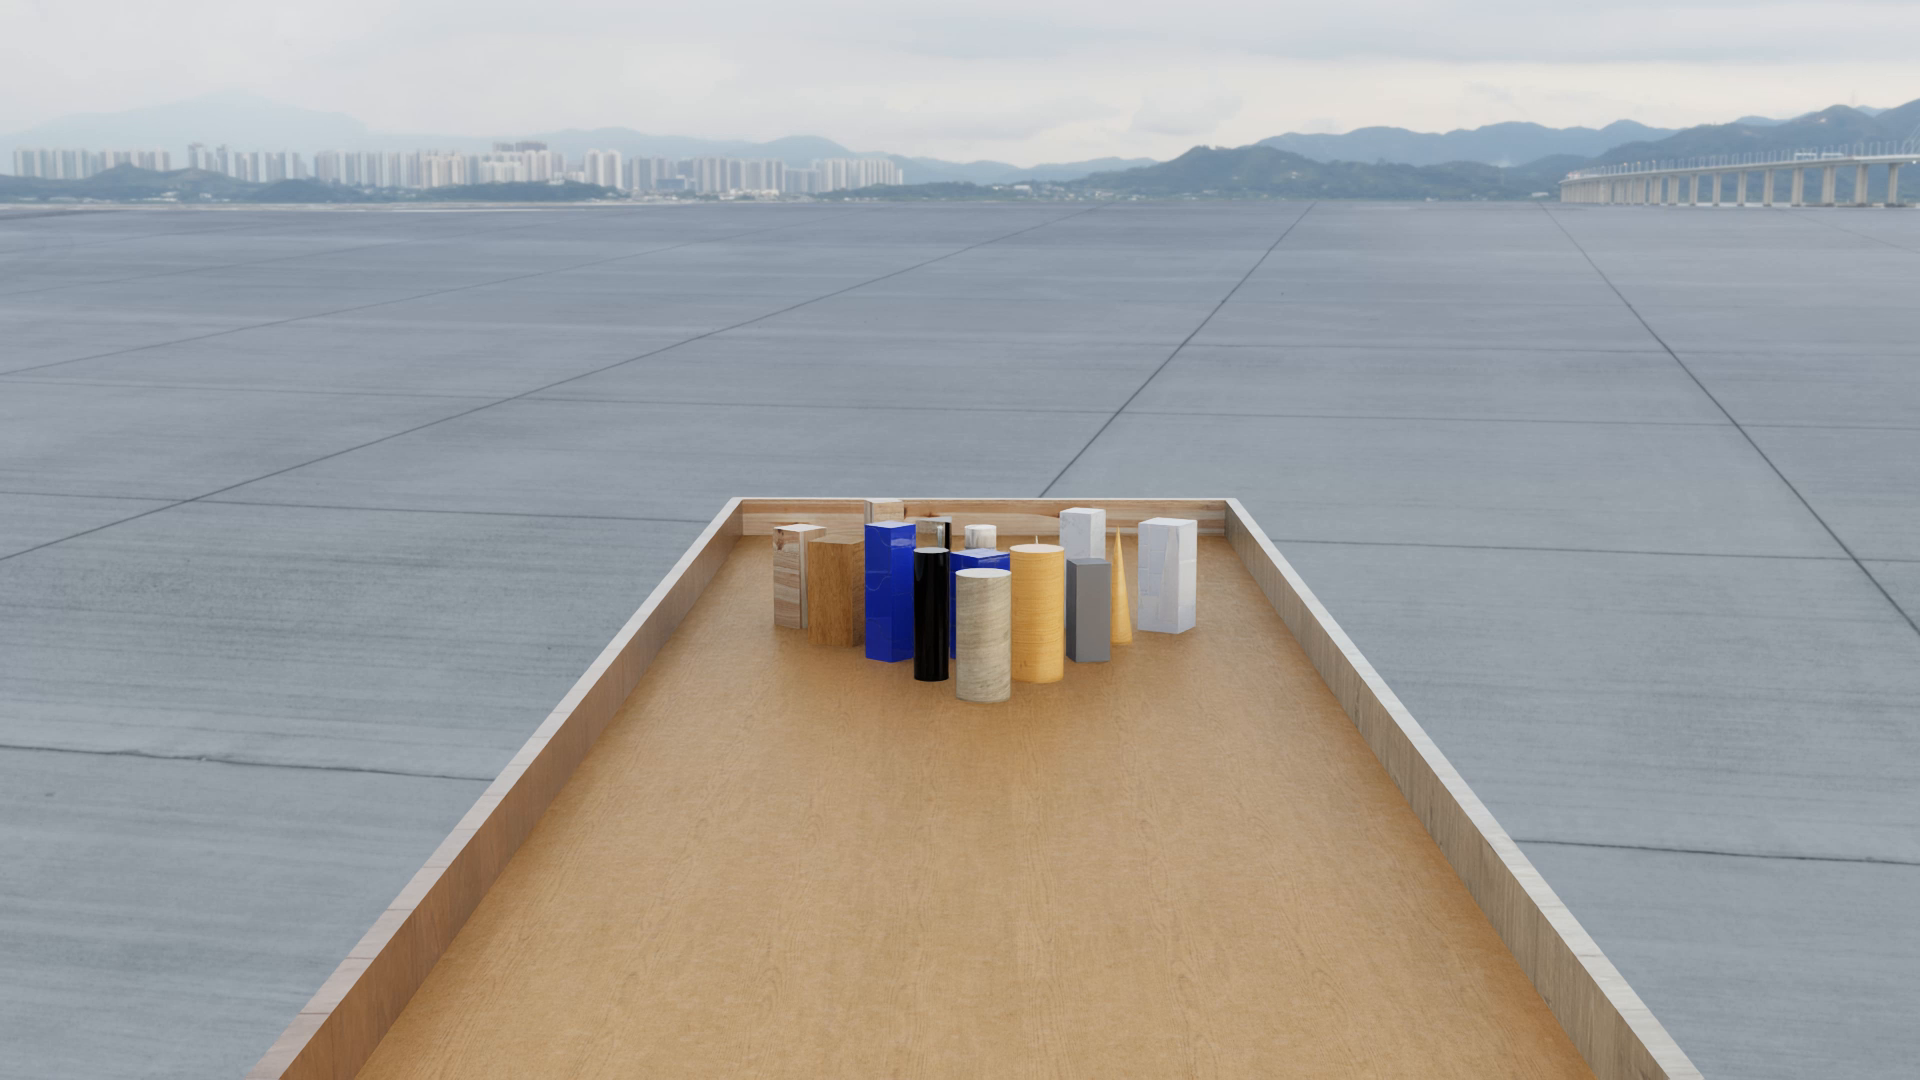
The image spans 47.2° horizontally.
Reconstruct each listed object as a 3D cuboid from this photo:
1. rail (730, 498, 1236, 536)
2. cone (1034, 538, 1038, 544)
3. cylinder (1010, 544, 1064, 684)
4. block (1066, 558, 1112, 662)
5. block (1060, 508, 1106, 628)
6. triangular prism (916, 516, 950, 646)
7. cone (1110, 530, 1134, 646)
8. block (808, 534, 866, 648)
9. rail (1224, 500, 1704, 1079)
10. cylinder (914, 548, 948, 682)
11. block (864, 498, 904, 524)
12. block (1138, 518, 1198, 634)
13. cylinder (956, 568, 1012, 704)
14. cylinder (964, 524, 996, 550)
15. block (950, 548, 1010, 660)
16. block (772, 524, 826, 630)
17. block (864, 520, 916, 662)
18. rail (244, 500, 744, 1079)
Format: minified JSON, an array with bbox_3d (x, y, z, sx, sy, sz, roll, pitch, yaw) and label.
[{"bbox_3d":[0.099,-0.098,9.147,2.100,0.150,0.050,0,9,1],"label":"rail"},{"bbox_3d":[0.241,0.152,6.951,0.135,0.344,0.135,0,9,0],"label":"cone"},{"bbox_3d":[0.225,0.214,6.432,0.160,0.384,0.160,0,9,0],"label":"cylinder"},{"bbox_3d":[0.391,0.213,6.702,0.108,0.301,0.108,-2,9,-14],"label":"block"},{"bbox_3d":[0.400,0.093,7.201,0.112,0.382,0.112,5,10,28],"label":"block"},{"bbox_3d":[-0.057,0.128,6.938,0.128,0.395,0.111,5,10,29],"label":"triangular prism"},{"bbox_3d":[0.497,0.135,6.940,0.104,0.381,0.104,0,9,0],"label":"cone"},{"bbox_3d":[-0.375,0.159,6.962,0.156,0.327,0.156,4,10,24],"label":"block"},{"bbox_3d":[1.046,0.843,3.208,0.050,0.150,12.000,0,9,1],"label":"rail"},{"bbox_3d":[-0.084,0.217,6.427,0.103,0.380,0.103,0,9,0],"label":"cylinder"},{"bbox_3d":[-0.248,0.077,7.192,0.101,0.417,0.101,-4,10,-22],"label":"block"},{"bbox_3d":[0.676,0.114,7.166,0.144,0.351,0.144,5,10,29],"label":"block"},{"bbox_3d":[0.066,0.268,6.185,0.156,0.356,0.156,0,9,0],"label":"cylinder"},{"bbox_3d":[0.067,0.120,7.205,0.104,0.329,0.104,0,9,0],"label":"cylinder"},{"bbox_3d":[0.062,0.201,6.700,0.131,0.327,0.131,-8,12,-40],"label":"block"},{"bbox_3d":[-0.526,0.118,7.234,0.124,0.322,0.124,8,12,42],"label":"block"},{"bbox_3d":[-0.212,0.156,6.704,0.109,0.413,0.109,8,12,41],"label":"block"},{"bbox_3d":[-1.004,0.839,3.234,0.050,0.150,12.000,0,9,1],"label":"rail"}]
